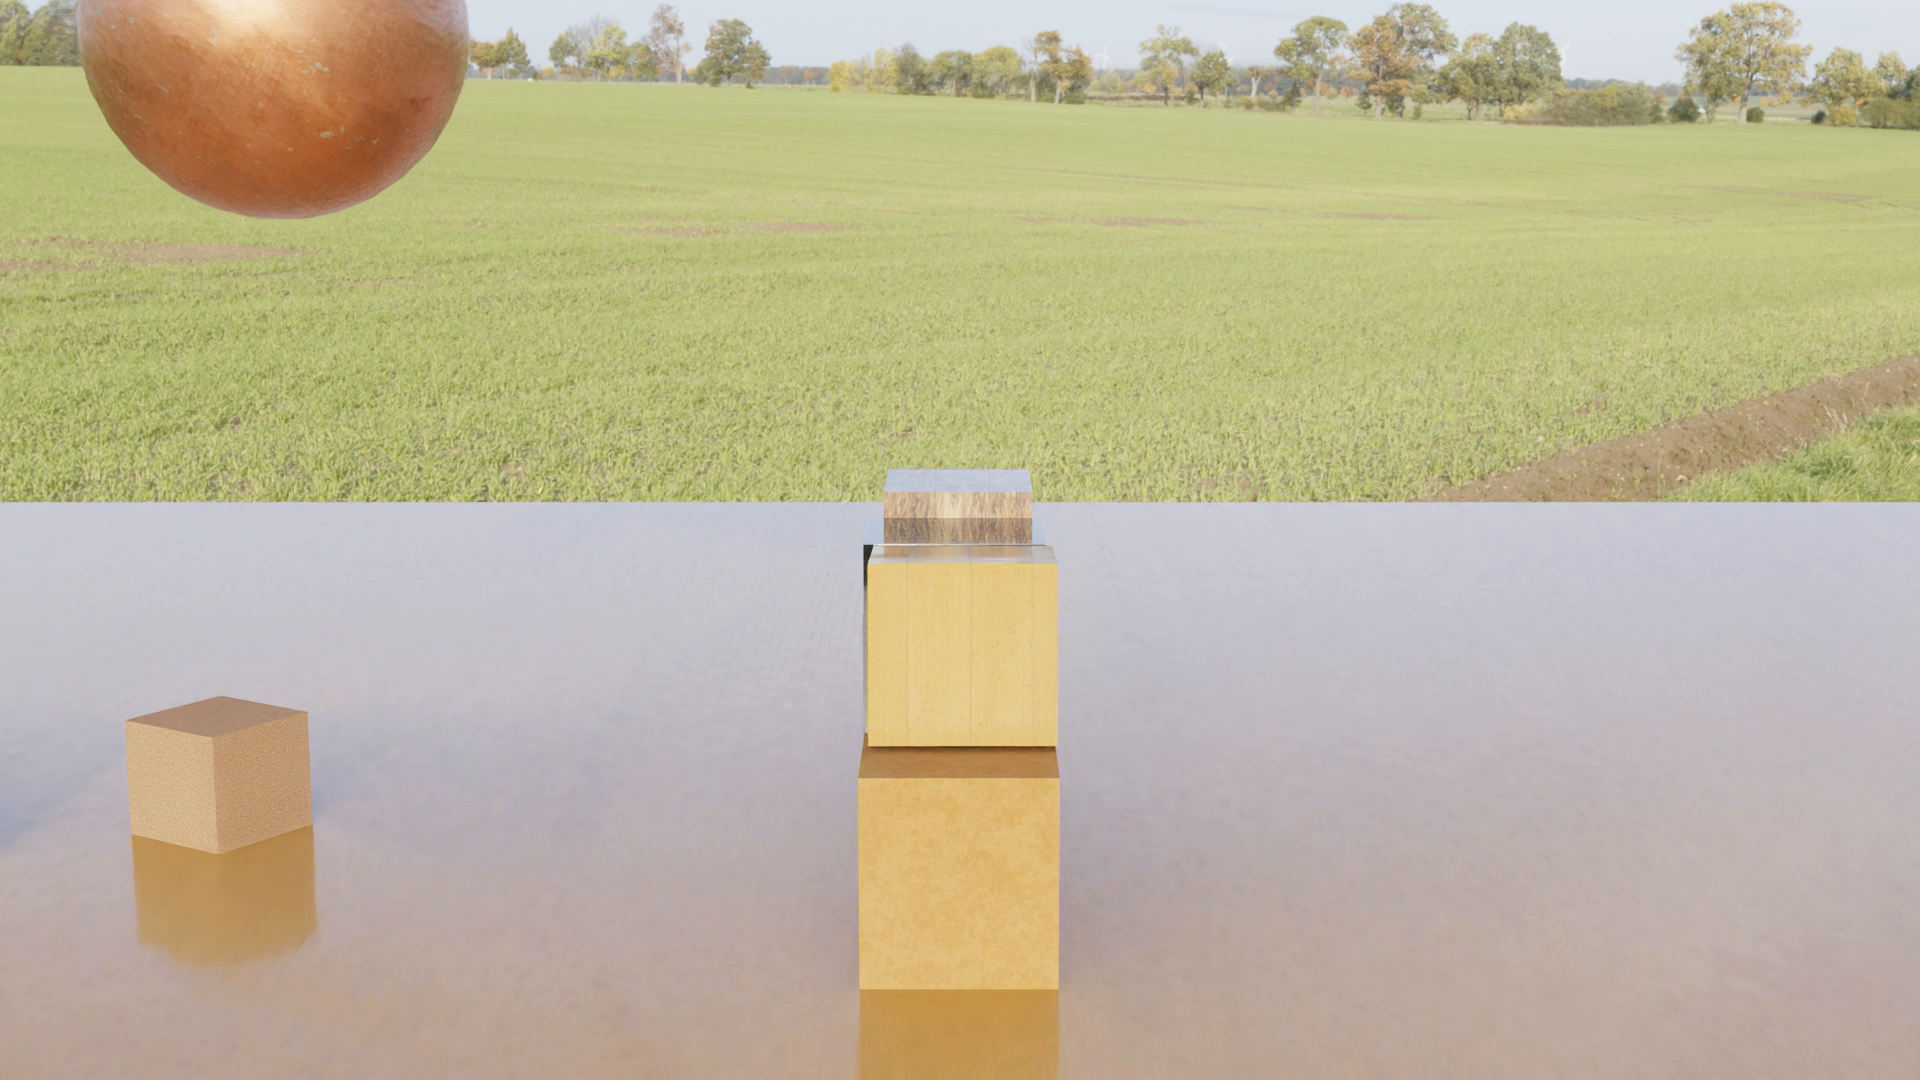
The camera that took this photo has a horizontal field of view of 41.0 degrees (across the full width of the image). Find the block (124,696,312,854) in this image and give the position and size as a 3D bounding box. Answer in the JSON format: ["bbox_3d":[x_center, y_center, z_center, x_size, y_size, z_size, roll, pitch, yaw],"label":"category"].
[{"bbox_3d":[-3.473,1.091,12.034,0.593,0.547,0.573,7,12,32],"label":"block"}]

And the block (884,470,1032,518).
[{"bbox_3d":[-0.008,0.028,12.034,0.676,0.623,0.674,0,10,0],"label":"block"}]

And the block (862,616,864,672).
[{"bbox_3d":[-0.010,0.786,12.427,0.885,1.008,0.839,0,10,0],"label":"block"}]

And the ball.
[{"bbox_3d":[-2.875,-2.151,10.789,1.600,1.600,1.600,0,10,0],"label":"ball"}]

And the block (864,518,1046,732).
[{"bbox_3d":[-0.023,0.359,11.328,0.775,0.809,0.803,0,9,0],"label":"block"}]

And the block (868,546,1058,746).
[{"bbox_3d":[0.012,0.420,10.527,0.751,0.728,0.761,0,5,0],"label":"block"}]

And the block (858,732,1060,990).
[{"bbox_3d":[-0.004,1.267,10.230,0.773,0.847,0.688,0,10,0],"label":"block"}]
